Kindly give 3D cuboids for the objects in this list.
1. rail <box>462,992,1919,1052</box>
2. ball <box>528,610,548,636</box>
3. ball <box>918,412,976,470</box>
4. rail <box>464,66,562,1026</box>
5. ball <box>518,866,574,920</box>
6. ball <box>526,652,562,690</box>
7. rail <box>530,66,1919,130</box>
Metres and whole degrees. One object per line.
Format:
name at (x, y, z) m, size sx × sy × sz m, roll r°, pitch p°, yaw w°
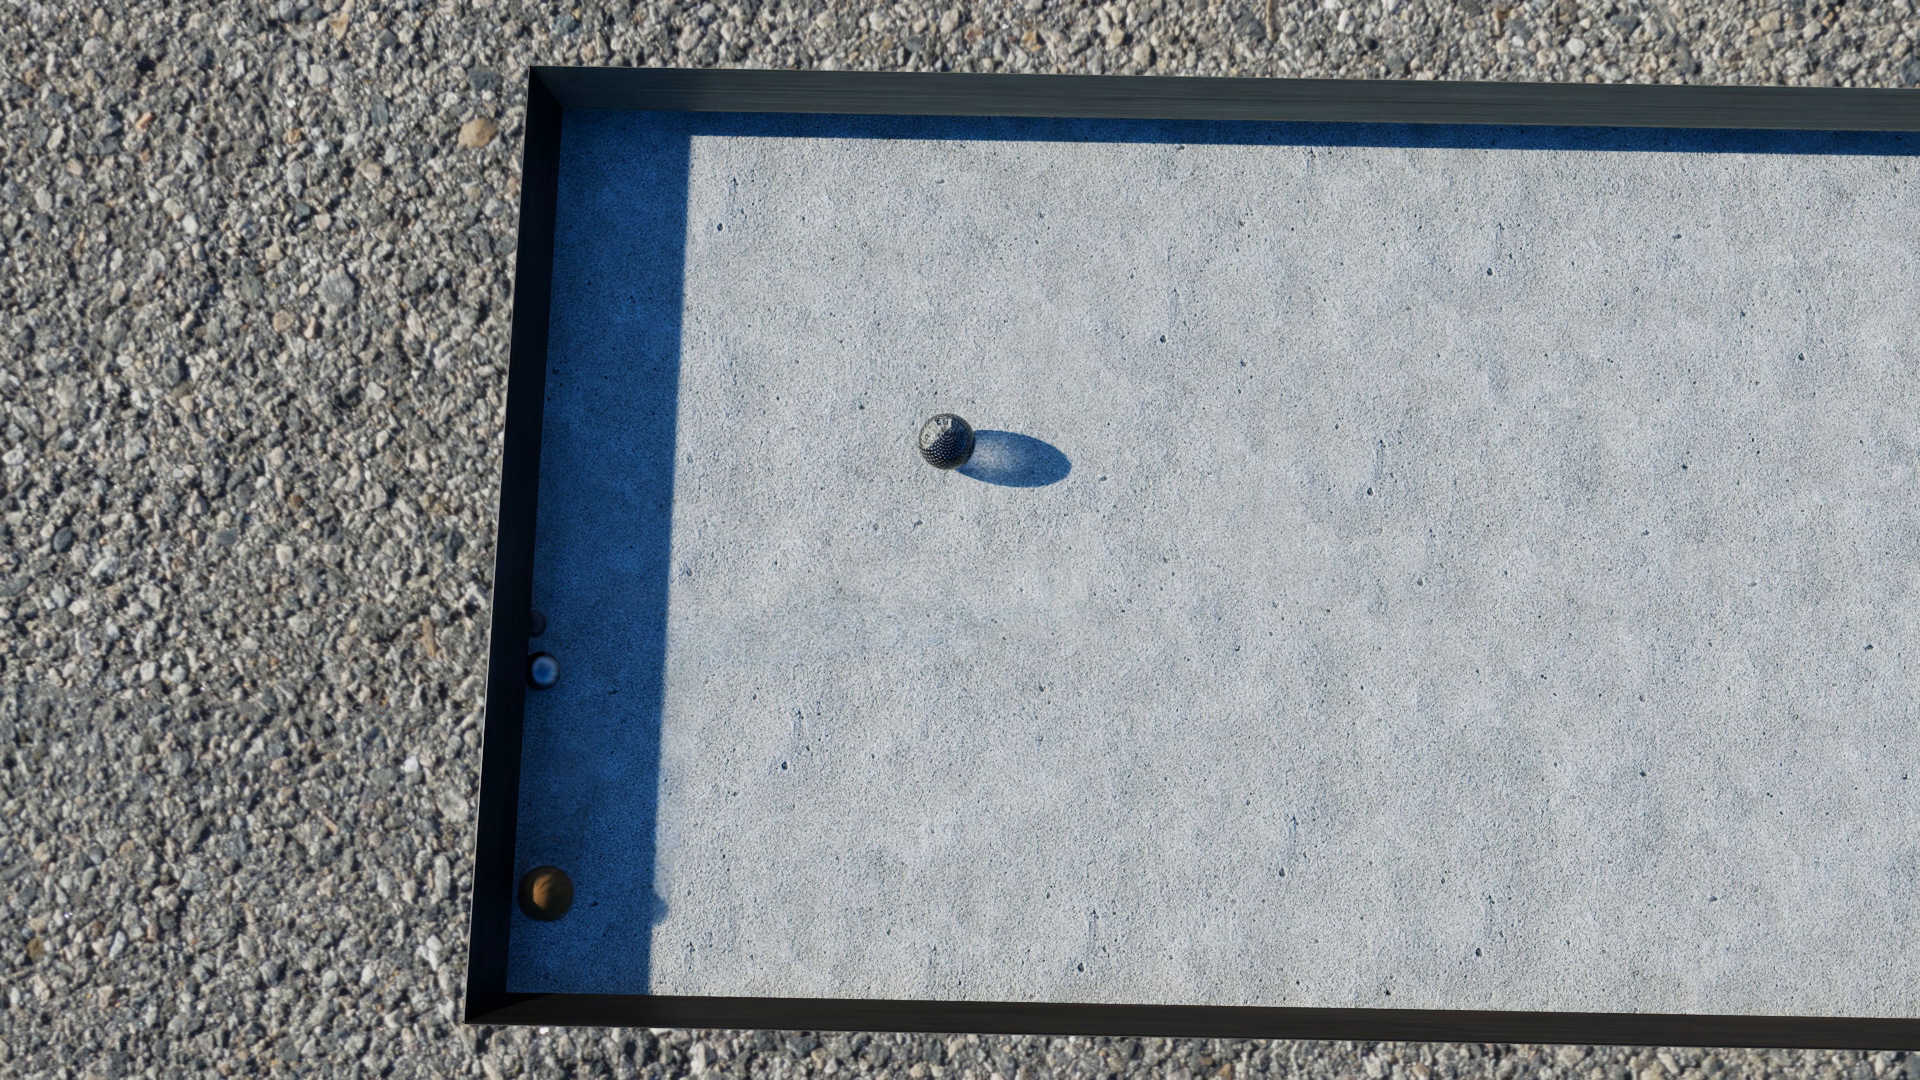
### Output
rail at (0.671, 0.692, 3.136) m, size 2.736 × 0.114 × 0.045 m, roll 1°, pitch 77°, yaw 0°
ball at (-0.642, 0.125, 3.309) m, size 0.040 × 0.040 × 0.040 m, roll 0°, pitch 77°, yaw 0°
ball at (-0.020, -0.150, 3.350) m, size 0.088 × 0.088 × 0.088 m, roll 0°, pitch 77°, yaw 0°
rail at (-0.660, -0.017, 3.304) m, size 0.045 × 0.114 × 1.457 m, roll 1°, pitch 77°, yaw 0°
ball at (-0.602, 0.513, 3.197) m, size 0.080 × 0.080 × 0.080 m, roll 0°, pitch 77°, yaw 0°
ball at (-0.625, 0.196, 3.284) m, size 0.058 × 0.058 × 0.058 m, roll 0°, pitch 77°, yaw 0°
rail at (0.697, -0.679, 3.461) m, size 2.736 × 0.114 × 0.045 m, roll 1°, pitch 77°, yaw 0°
